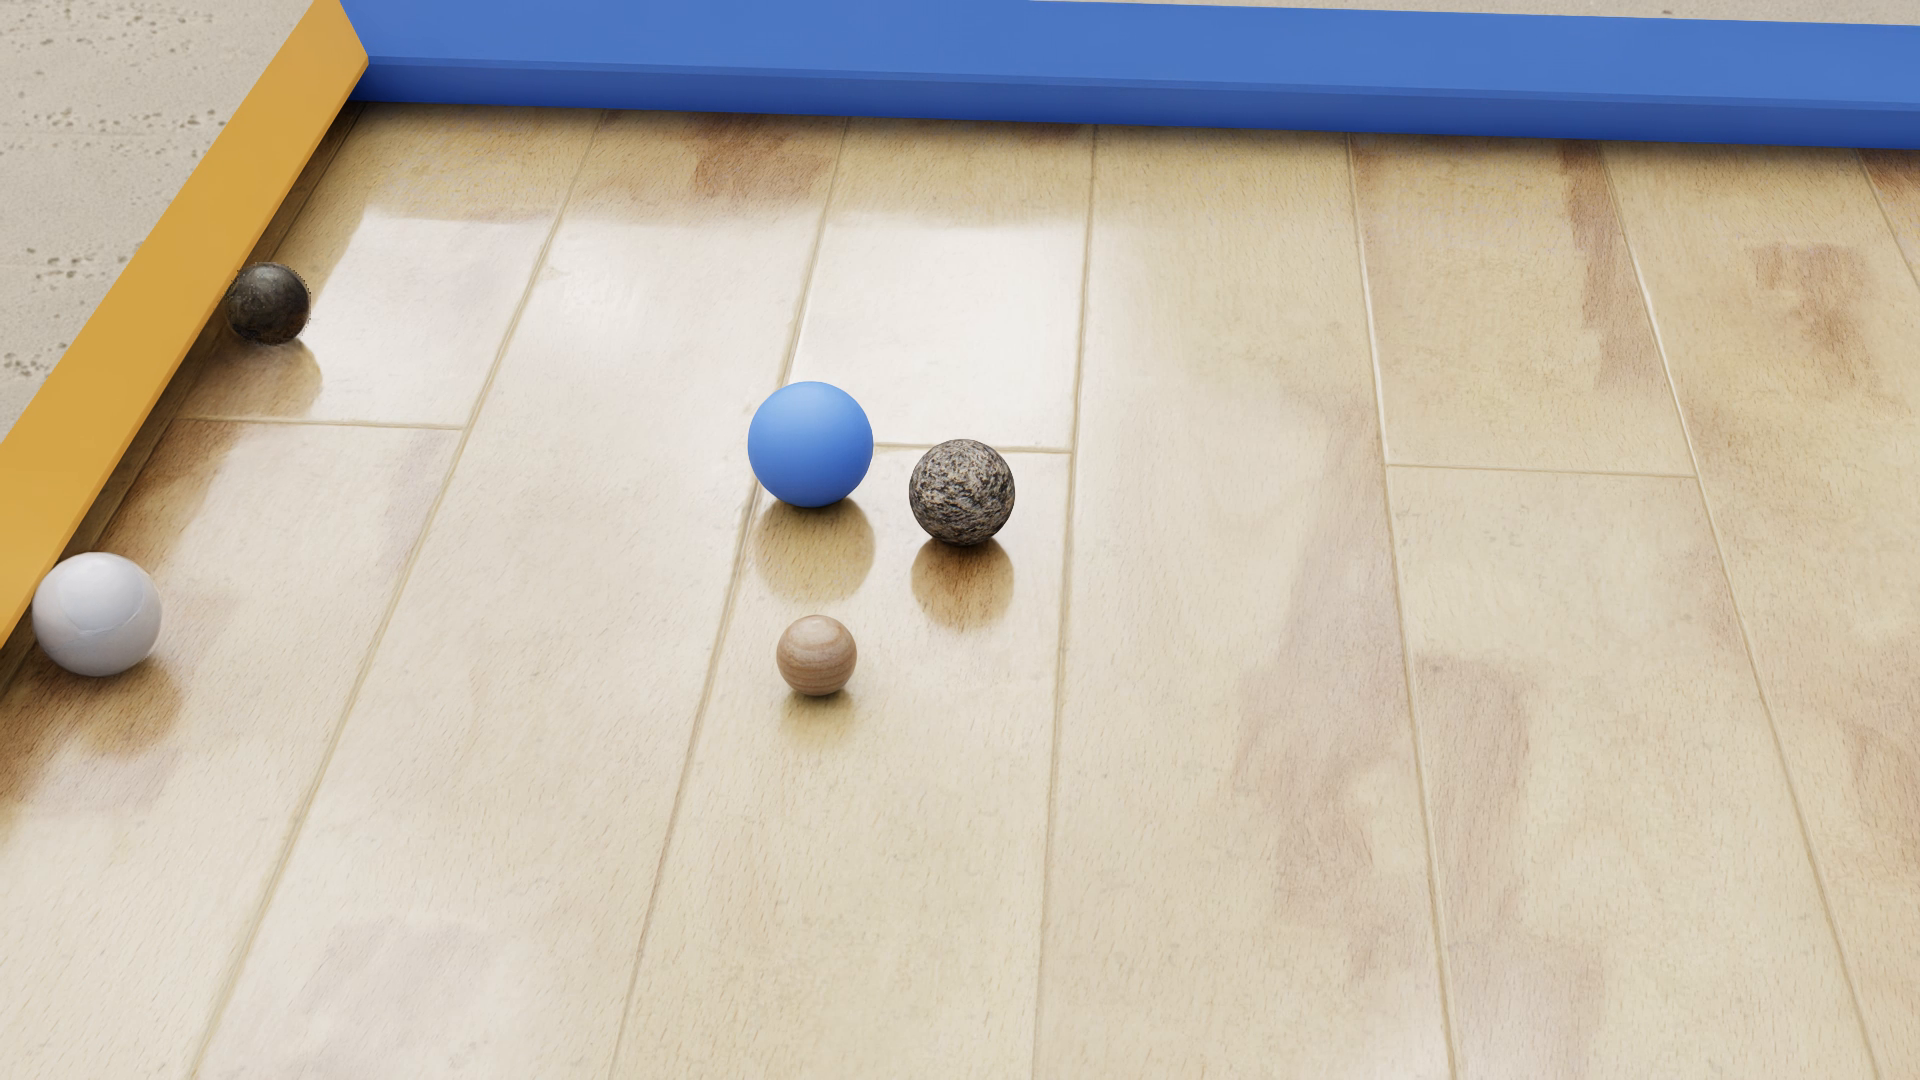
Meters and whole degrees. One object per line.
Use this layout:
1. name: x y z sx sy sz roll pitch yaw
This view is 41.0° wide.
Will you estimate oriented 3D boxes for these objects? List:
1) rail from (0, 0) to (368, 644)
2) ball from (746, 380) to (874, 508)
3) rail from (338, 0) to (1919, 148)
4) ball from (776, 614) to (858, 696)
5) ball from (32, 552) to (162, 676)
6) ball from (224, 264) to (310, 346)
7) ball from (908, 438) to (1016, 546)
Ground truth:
1. rail: -0.668 -0.047 1.936 0.045 0.128 1.618 2 35 3
2. ball: -0.117 -0.075 2.004 0.099 0.099 0.099 0 35 0
3. rail: 0.748 -0.437 2.500 2.773 0.128 0.045 2 35 3
4. ball: -0.101 0.082 1.814 0.058 0.058 0.058 0 35 0
5. ball: -0.615 0.053 1.828 0.089 0.089 0.089 0 35 0
6. ball: -0.597 -0.202 2.213 0.071 0.071 0.071 0 35 0
7. ball: 0.002 -0.036 1.963 0.082 0.082 0.082 0 35 0
